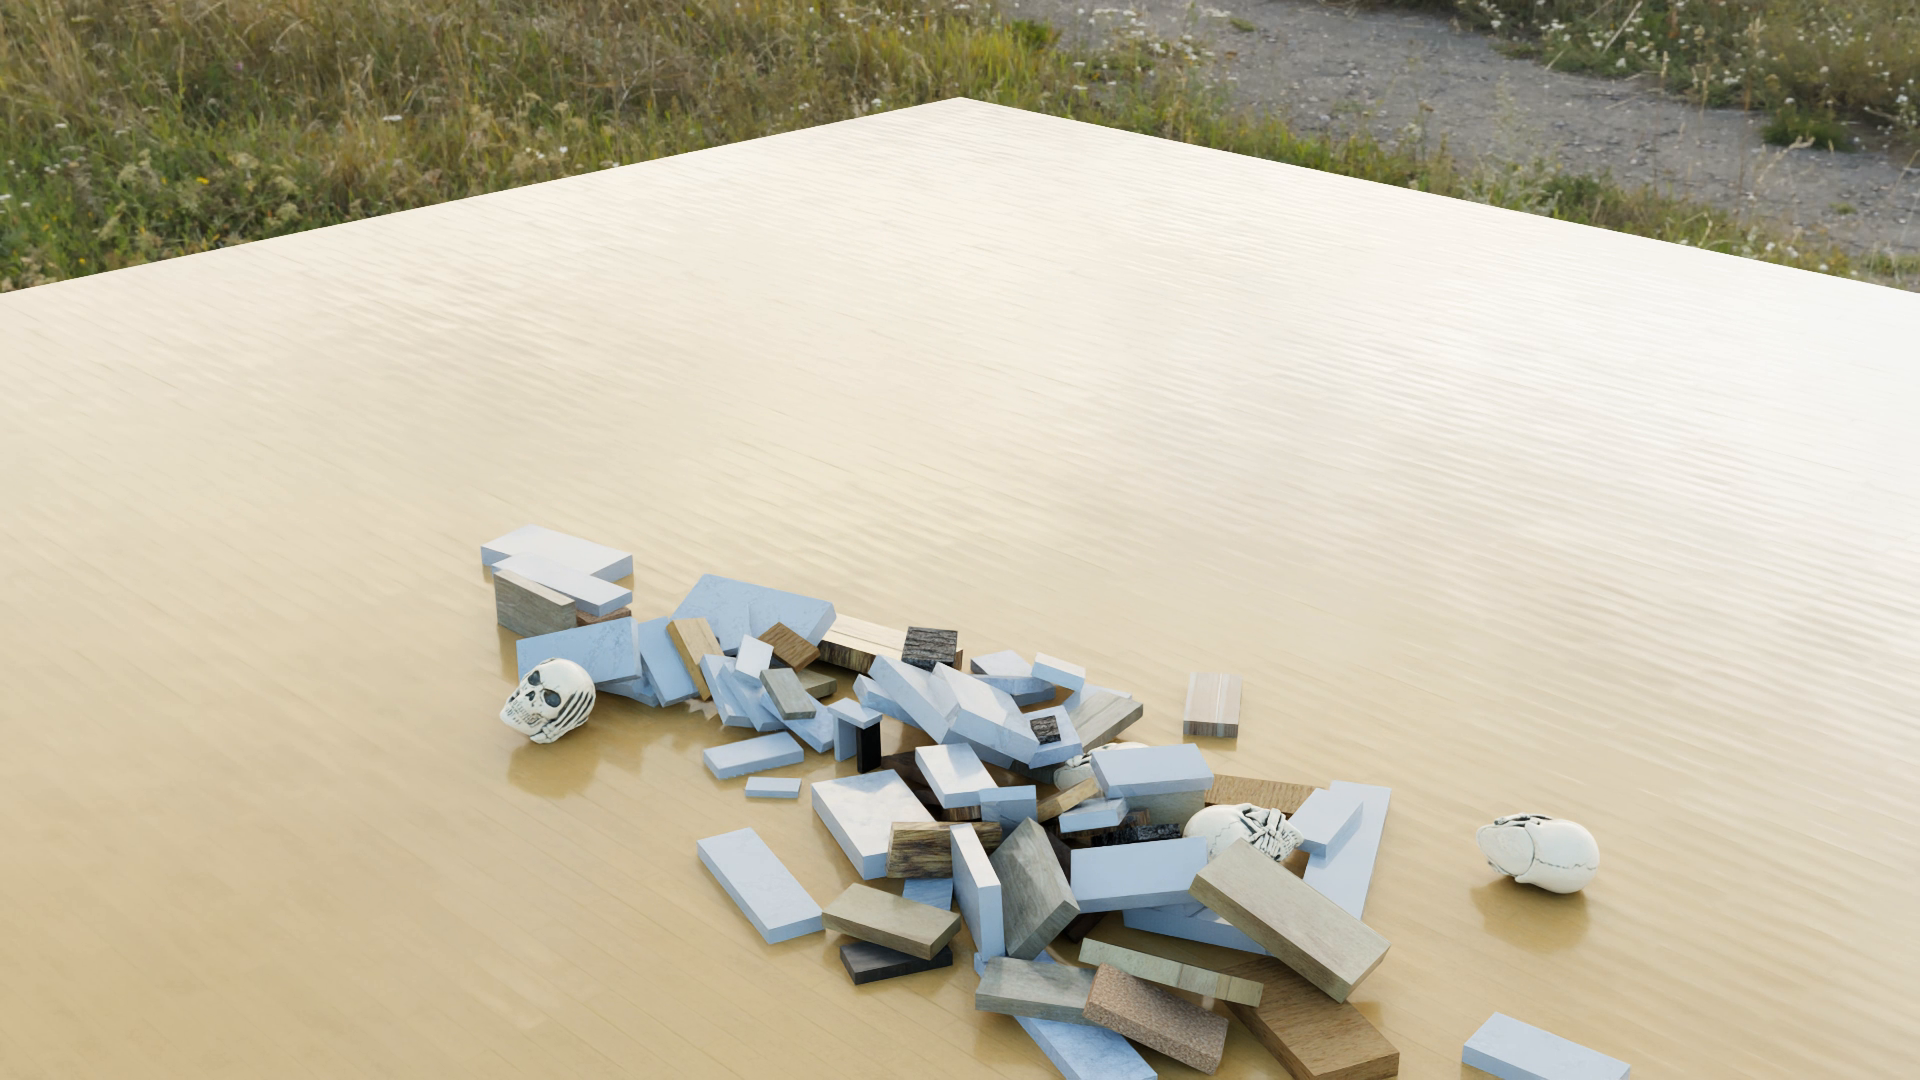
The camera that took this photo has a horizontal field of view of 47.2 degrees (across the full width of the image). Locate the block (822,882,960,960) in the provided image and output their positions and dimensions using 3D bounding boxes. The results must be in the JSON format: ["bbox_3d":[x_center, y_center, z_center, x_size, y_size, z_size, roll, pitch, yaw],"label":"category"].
[{"bbox_3d":[-0.126,0.695,4.015,0.228,0.032,0.114,12,26,26],"label":"block"}]

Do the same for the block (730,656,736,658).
[{"bbox_3d":[-0.606,0.237,5.164,0.214,0.030,0.107,20,30,38],"label":"block"}]

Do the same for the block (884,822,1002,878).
[{"bbox_3d":[-0.031,0.587,4.167,0.210,0.105,0.030,2,24,-14],"label":"block"}]

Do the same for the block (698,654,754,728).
[{"bbox_3d":[-0.497,0.332,4.826,0.099,0.028,0.199,10,34,-33],"label":"block"}]

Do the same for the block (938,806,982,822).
[{"bbox_3d":[0.040,0.529,4.339,0.108,0.031,0.217,-8,-6,-18],"label":"block"}]

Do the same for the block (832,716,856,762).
[{"bbox_3d":[-0.242,0.409,4.656,0.054,0.109,0.015,-21,29,-41],"label":"block"}]

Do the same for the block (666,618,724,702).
[{"bbox_3d":[-0.572,0.266,4.918,0.099,0.028,0.199,-3,56,-51],"label":"block"}]

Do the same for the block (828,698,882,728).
[{"bbox_3d":[-0.220,0.363,4.606,0.109,0.015,0.054,20,30,39],"label":"block"}]

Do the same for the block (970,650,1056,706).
[{"bbox_3d":[0.119,0.313,4.984,0.106,0.030,0.212,-11,25,-24],"label":"block"}]

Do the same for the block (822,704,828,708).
[{"bbox_3d":[-0.336,0.382,4.833,0.148,0.021,0.074,13,26,29],"label":"block"}]

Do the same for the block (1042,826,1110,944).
[{"bbox_3d":[0.185,0.644,4.117,0.125,0.035,0.249,-43,36,-10],"label":"block"}]

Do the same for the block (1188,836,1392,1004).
[{"bbox_3d":[0.581,0.666,3.879,0.328,0.046,0.164,34,34,22],"label":"block"}]

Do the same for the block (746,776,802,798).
[{"bbox_3d":[-0.385,0.510,4.538,0.109,0.015,0.054,2,23,4],"label":"block"}]

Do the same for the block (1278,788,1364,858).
[{"bbox_3d":[0.711,0.555,4.329,0.099,0.028,0.199,13,26,28],"label":"block"}]

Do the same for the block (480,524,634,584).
[{"bbox_3d":[-1.024,0.048,5.583,0.355,0.050,0.178,15,27,31],"label":"block"}]

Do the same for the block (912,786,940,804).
[{"bbox_3d":[-0.020,0.510,4.419,0.093,0.026,0.186,-7,-1,-27],"label":"block"}]

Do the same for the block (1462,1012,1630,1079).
[{"bbox_3d":[0.975,0.872,3.662,0.242,0.034,0.121,17,28,35],"label":"block"}]

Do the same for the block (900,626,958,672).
[{"bbox_3d":[-0.068,0.250,4.958,0.115,0.033,0.230,5,15,1],"label":"block"}]

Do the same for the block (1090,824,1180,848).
[{"bbox_3d":[0.337,0.572,4.234,0.092,0.026,0.184,0,-14,-26],"label":"block"}]

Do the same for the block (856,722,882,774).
[{"bbox_3d":[-0.191,0.430,4.606,0.054,0.109,0.015,-21,29,-40],"label":"block"}]

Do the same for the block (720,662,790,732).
[{"bbox_3d":[-0.440,0.341,4.803,0.095,0.027,0.191,1,39,-42],"label":"block"}]

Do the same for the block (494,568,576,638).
[{"bbox_3d":[-1.001,0.171,5.186,0.267,0.134,0.038,20,30,39],"label":"block"}]

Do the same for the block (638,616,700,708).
[{"bbox_3d":[-0.657,0.270,4.897,0.099,0.028,0.199,-16,66,-34],"label":"block"}]

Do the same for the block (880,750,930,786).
[{"bbox_3d":[-0.072,0.473,4.549,0.093,0.026,0.186,-6,11,-36],"label":"block"}]

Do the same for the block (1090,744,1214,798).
[{"bbox_3d":[0.380,0.456,4.353,0.220,0.031,0.110,-3,33,-16],"label":"block"}]

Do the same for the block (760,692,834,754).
[{"bbox_3d":[-0.332,0.381,4.746,0.191,0.027,0.095,36,35,26],"label":"block"}]

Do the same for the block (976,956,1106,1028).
[{"bbox_3d":[0.156,0.779,3.795,0.238,0.034,0.119,5,24,13],"label":"block"}]

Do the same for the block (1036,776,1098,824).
[{"bbox_3d":[0.163,0.530,4.310,0.108,0.031,0.217,-24,-5,-44],"label":"block"}]

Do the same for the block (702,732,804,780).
[{"bbox_3d":[-0.437,0.456,4.652,0.191,0.027,0.095,-11,25,-24],"label":"block"}]

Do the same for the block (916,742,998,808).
[{"bbox_3d":[-0.007,0.459,4.298,0.108,0.031,0.217,-4,20,-15],"label":"block"}]

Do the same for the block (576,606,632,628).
[{"bbox_3d":[-0.895,0.160,5.258,0.115,0.033,0.230,-18,29,-36],"label":"block"}]

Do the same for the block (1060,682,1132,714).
[{"bbox_3d":[0.275,0.386,4.808,0.117,0.033,0.235,12,26,25],"label":"block"}]

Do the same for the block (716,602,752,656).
[{"bbox_3d":[-0.514,0.204,5.017,0.072,0.020,0.143,-14,41,1],"label":"block"}]

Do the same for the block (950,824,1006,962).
[{"bbox_3d":[0.030,0.640,4.018,0.041,0.144,0.287,-6,16,-9],"label":"block"}]

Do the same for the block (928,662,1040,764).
[{"bbox_3d":[0.045,0.356,4.564,0.177,0.050,0.354,25,7,-13],"label":"block"}]

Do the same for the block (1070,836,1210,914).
[{"bbox_3d":[0.328,0.610,4.003,0.249,0.035,0.125,-7,39,9],"label":"block"}]
